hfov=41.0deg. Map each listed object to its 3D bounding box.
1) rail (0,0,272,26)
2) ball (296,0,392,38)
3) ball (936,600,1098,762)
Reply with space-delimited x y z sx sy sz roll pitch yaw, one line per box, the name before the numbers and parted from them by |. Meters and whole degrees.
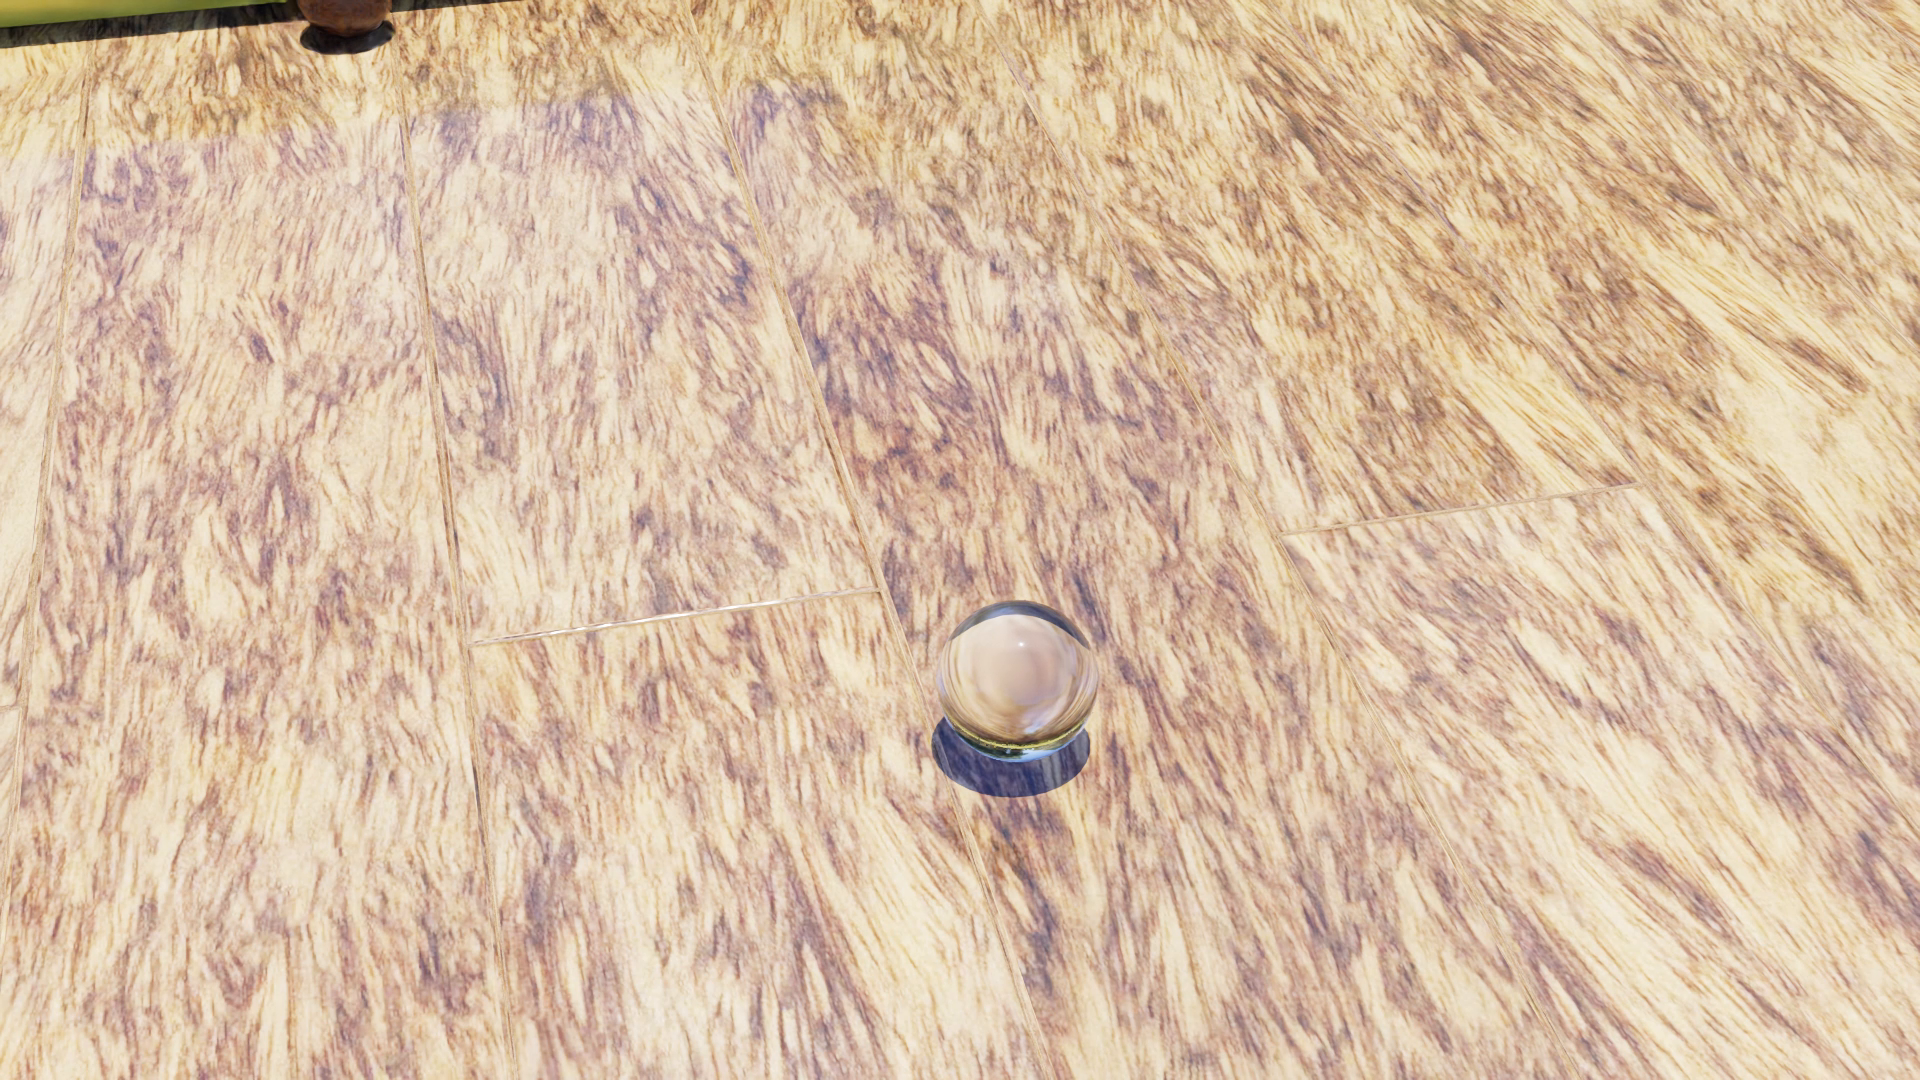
rail | 0.585 -0.667 2.406 3.276 0.123 0.045 -8 37 -10
ball | -0.519 -0.464 2.165 0.081 0.081 0.081 0 36 0
ball | 0.032 0.077 1.411 0.089 0.089 0.089 0 36 0
